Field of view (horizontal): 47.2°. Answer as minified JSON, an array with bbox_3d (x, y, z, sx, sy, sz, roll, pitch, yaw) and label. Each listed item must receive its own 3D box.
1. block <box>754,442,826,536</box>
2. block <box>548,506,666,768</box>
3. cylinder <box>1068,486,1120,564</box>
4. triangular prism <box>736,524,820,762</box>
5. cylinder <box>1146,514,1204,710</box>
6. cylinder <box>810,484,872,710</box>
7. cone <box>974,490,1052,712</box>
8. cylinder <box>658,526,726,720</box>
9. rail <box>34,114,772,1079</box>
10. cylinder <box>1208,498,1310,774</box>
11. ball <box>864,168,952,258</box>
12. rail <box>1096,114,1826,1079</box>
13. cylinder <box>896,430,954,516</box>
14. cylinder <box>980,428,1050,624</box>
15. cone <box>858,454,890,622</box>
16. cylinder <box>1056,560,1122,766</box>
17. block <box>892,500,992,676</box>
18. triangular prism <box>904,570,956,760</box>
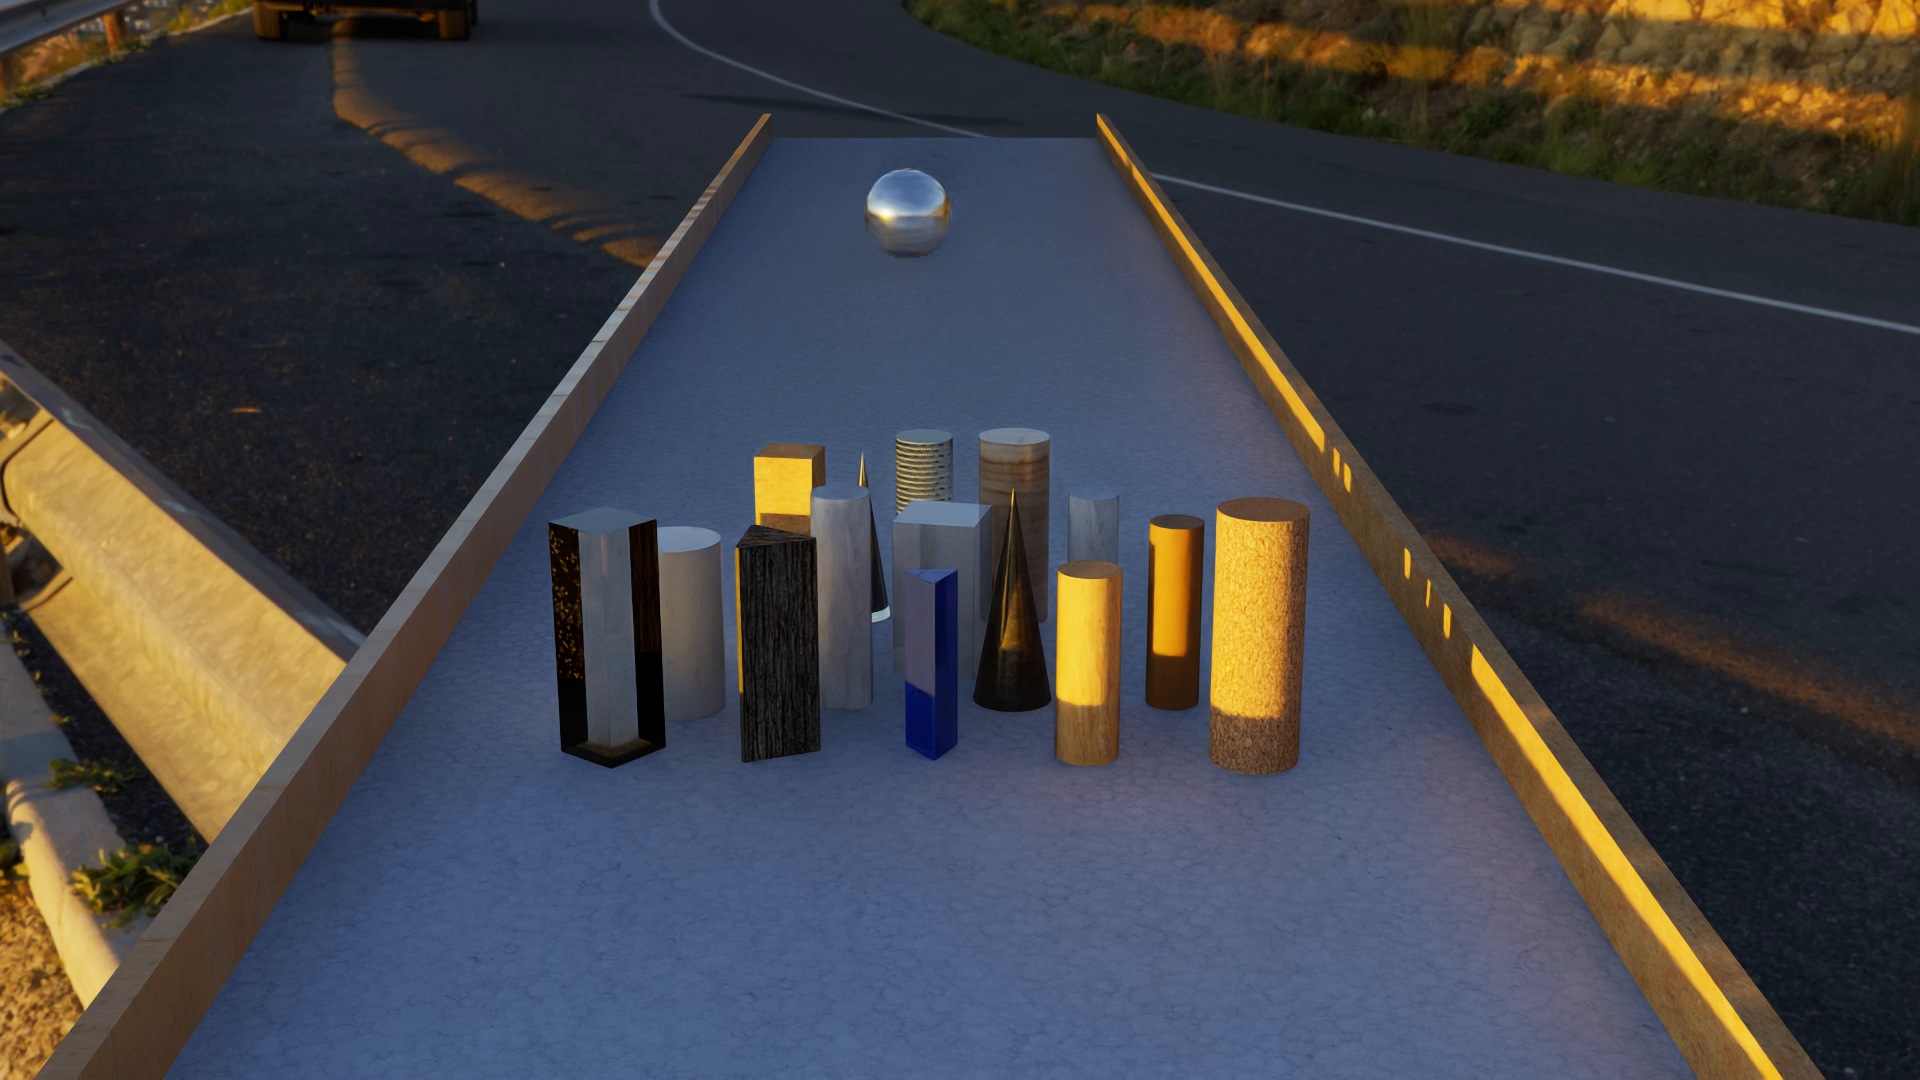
[{"bbox_3d":[-0.332,0.035,4.349,0.113,0.434,0.113,3,17,9],"label":"block"},{"bbox_3d":[-0.624,0.171,3.899,0.132,0.429,0.132,13,21,37],"label":"block"},{"bbox_3d":[0.265,0.069,4.407,0.101,0.336,0.101,0,17,0],"label":"cylinder"},{"bbox_3d":[-0.344,0.179,3.927,0.147,0.397,0.127,-7,18,-23],"label":"triangular prism"},{"bbox_3d":[0.404,0.137,4.144,0.101,0.355,0.101,0,17,0],"label":"cylinder"},{"bbox_3d":[-0.222,0.108,4.138,0.112,0.413,0.112,0,17,0],"label":"cylinder"},{"bbox_3d":[0.100,0.101,4.150,0.150,0.421,0.150,0,17,0],"label":"cone"},{"bbox_3d":[-0.529,0.155,4.132,0.170,0.327,0.170,0,17,0],"label":"cylinder"},{"bbox_3d":[-1.118,-0.838,7.780,0.050,0.150,12.000,0,17,-1],"label":"rail"},{"bbox_3d":[0.524,0.167,3.858,0.159,0.460,0.159,0,17,0],"label":"cylinder"},{"bbox_3d":[-0.220,-1.364,9.170,0.367,0.367,0.367,0,17,0],"label":"ball"},{"bbox_3d":[0.932,-0.844,7.801,0.050,0.150,12.000,0,17,-1],"label":"rail"},{"bbox_3d":[-0.079,-0.074,4.904,0.128,0.325,0.128,0,17,0],"label":"cylinder"},{"bbox_3d":[0.113,-0.027,4.628,0.148,0.393,0.148,0,17,0],"label":"cylinder"},{"bbox_3d":[-0.204,-0.014,4.640,0.109,0.361,0.109,0,17,0],"label":"cone"},{"bbox_3d":[0.227,0.217,3.890,0.114,0.346,0.114,0,17,0],"label":"cylinder"},{"bbox_3d":[-0.034,0.094,4.375,0.164,0.306,0.164,4,17,13],"label":"block"},{"bbox_3d":[-0.039,0.216,3.919,0.080,0.331,0.092,-11,20,-32],"label":"triangular prism"}]
